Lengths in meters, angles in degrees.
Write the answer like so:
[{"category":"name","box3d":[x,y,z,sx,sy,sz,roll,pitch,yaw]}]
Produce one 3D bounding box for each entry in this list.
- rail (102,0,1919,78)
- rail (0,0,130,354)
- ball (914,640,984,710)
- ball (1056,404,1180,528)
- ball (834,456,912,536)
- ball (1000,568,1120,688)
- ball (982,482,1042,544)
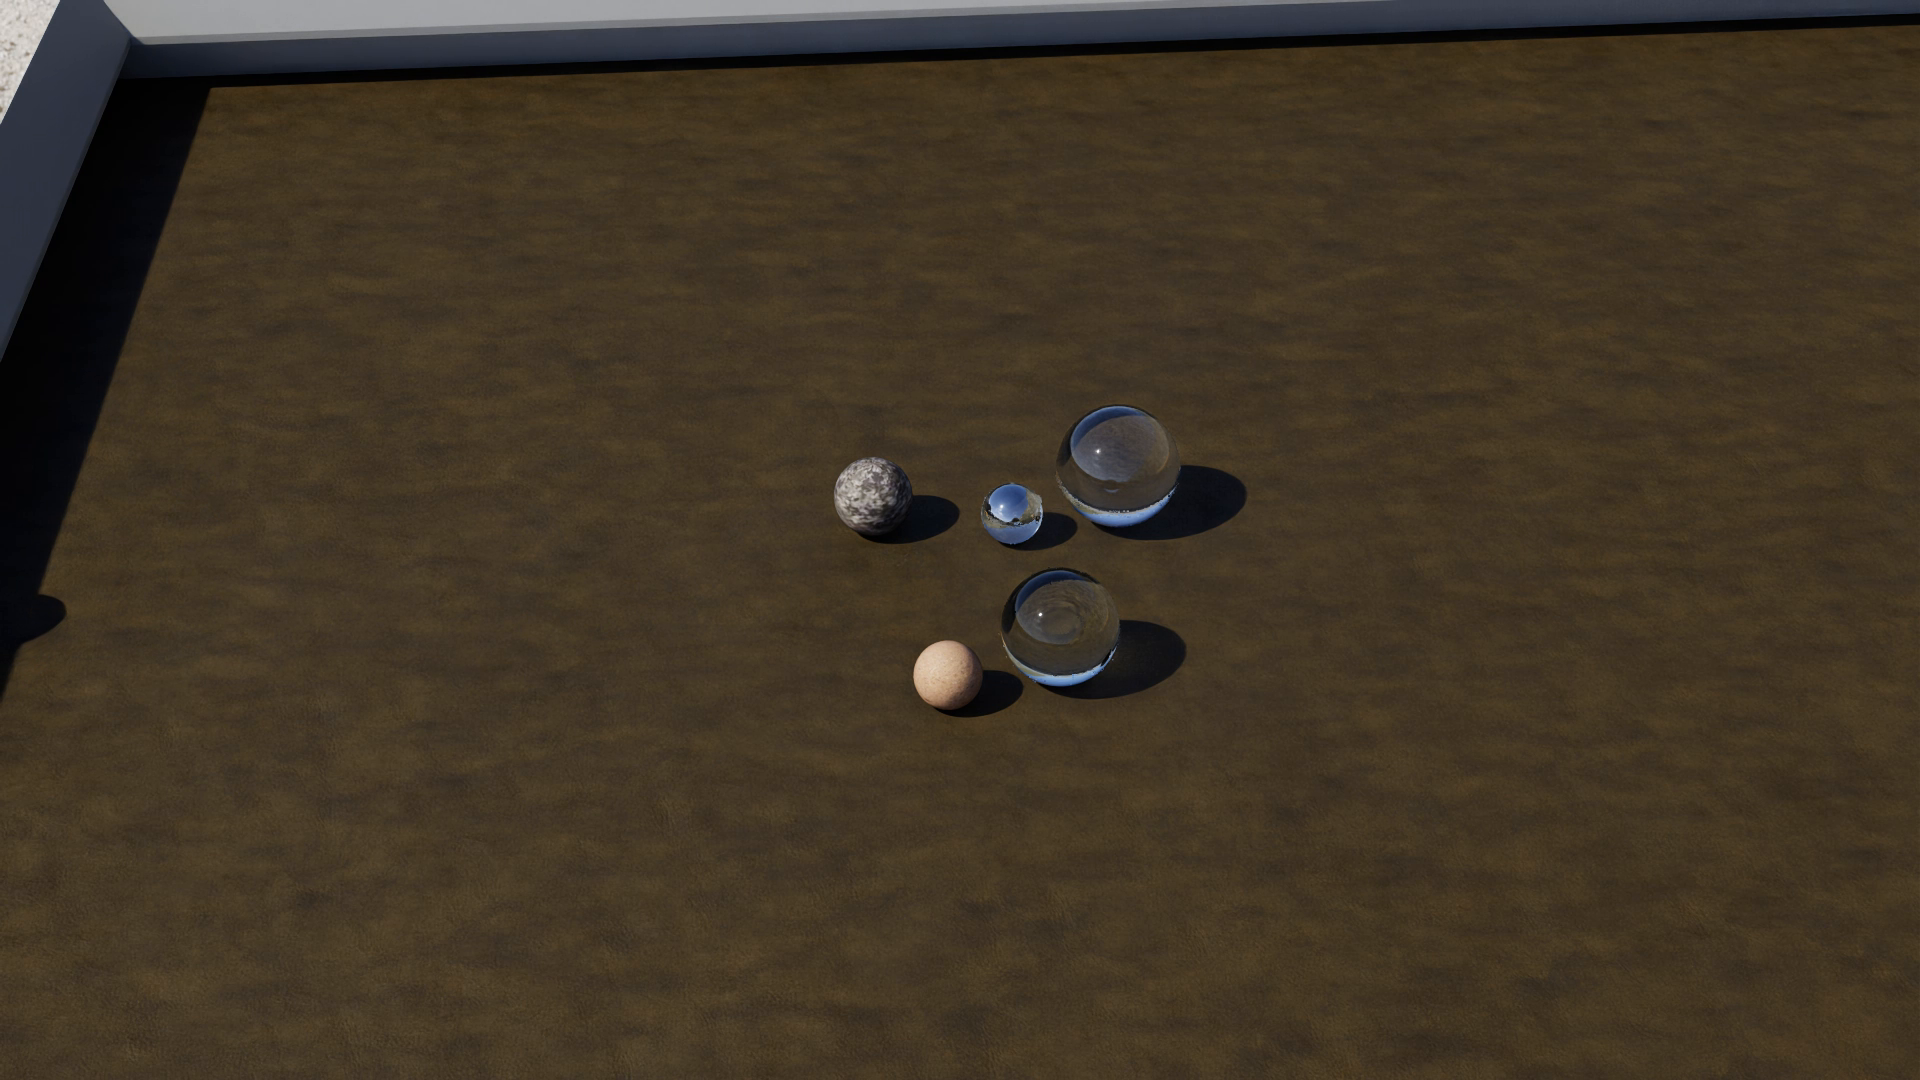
[{"category":"rail","box3d":[0.649,-0.525,2.392,2.877,0.110,0.045,-3,36,-4]},{"category":"rail","box3d":[-0.693,0.013,1.647,0.045,0.110,1.652,-3,36,-4]},{"category":"ball","box3d":[-0.007,0.085,1.607,0.044,0.044,0.044,0,36,0]},{"category":"ball","box3d":[0.109,-0.051,1.759,0.085,0.085,0.085,0,36,0]},{"category":"ball","box3d":[-0.059,-0.030,1.757,0.054,0.054,0.054,0,36,0]},{"category":"ball","box3d":[0.063,0.055,1.621,0.076,0.076,0.076,0,36,0]},{"category":"ball","box3d":[0.036,-0.018,1.751,0.042,0.042,0.042,0,36,0]}]
